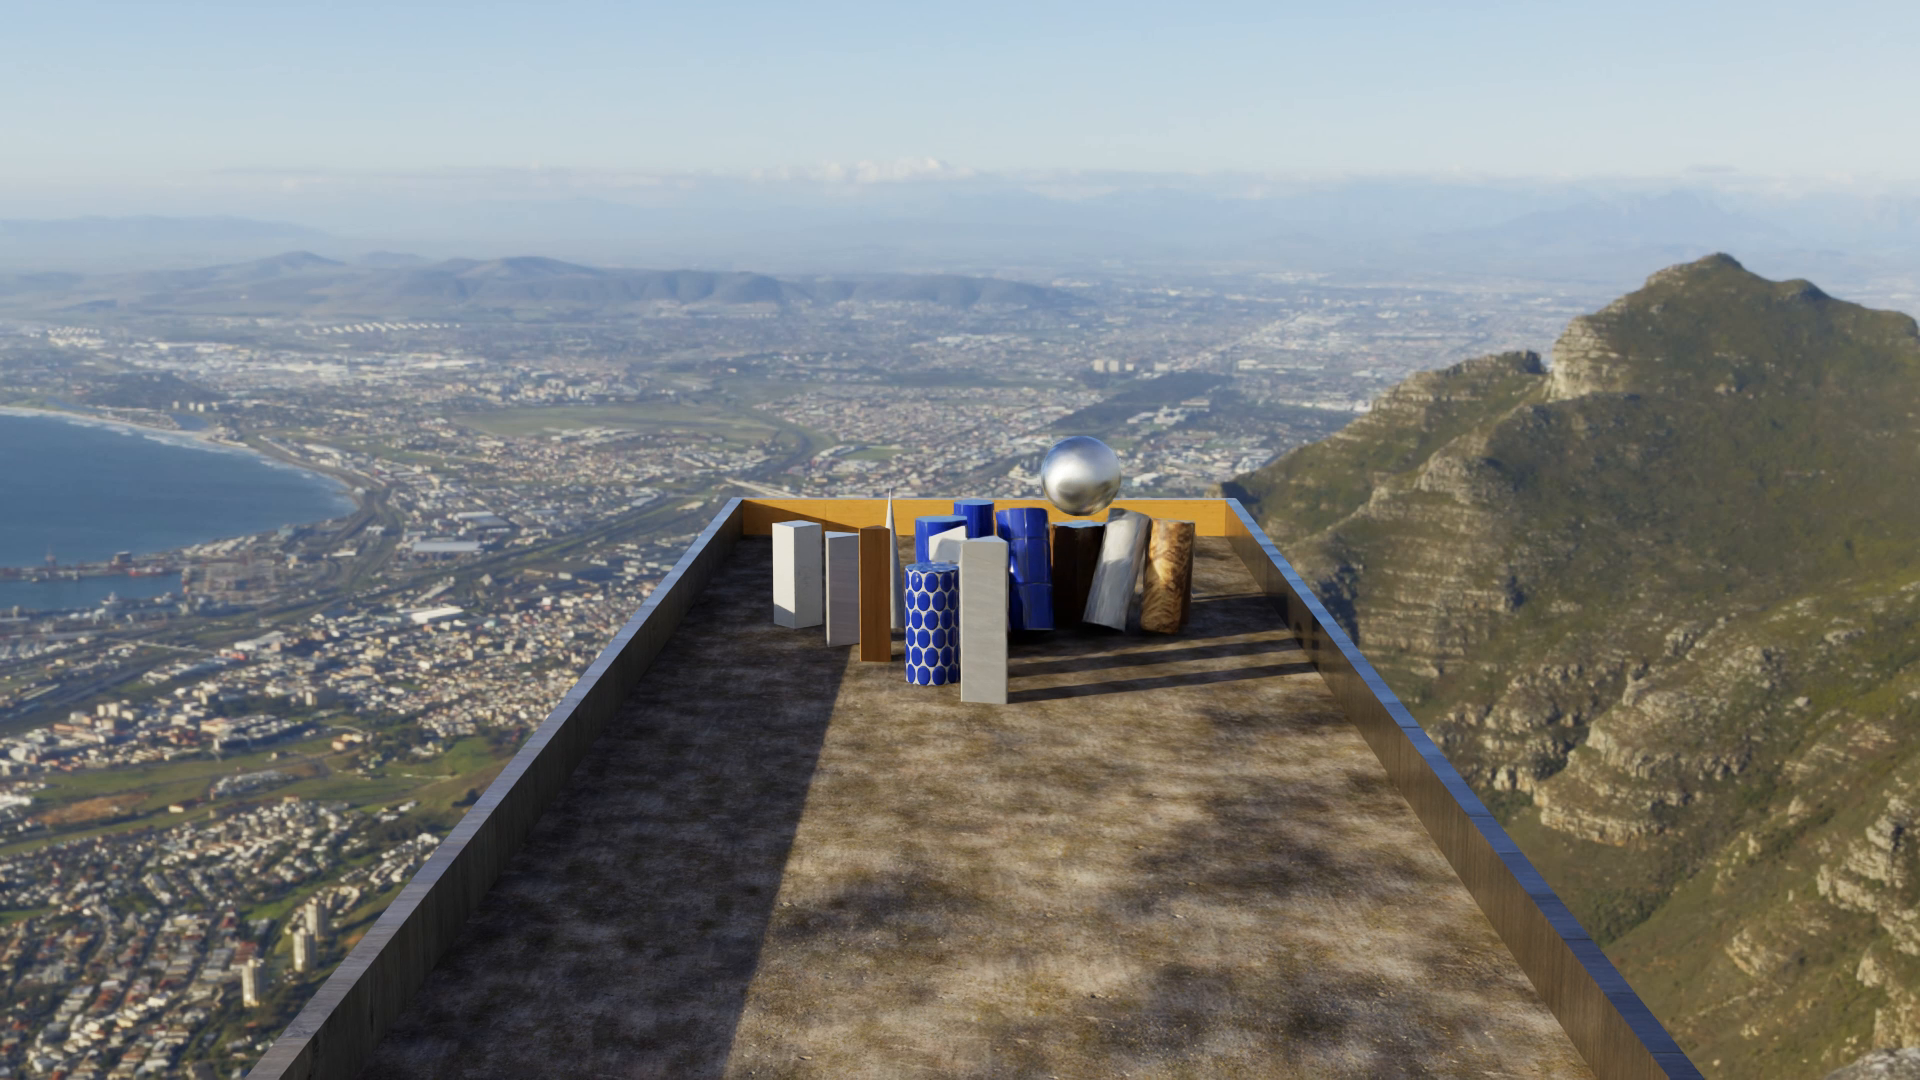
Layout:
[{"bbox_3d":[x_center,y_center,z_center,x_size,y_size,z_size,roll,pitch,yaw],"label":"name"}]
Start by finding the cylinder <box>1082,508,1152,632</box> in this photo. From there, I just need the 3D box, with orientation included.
[{"bbox_3d":[0.507,0.097,7.103,0.140,0.380,0.140,14,-7,2],"label":"cylinder"}]

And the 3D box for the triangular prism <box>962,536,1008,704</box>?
[{"bbox_3d":[0.082,0.221,6.162,0.132,0.455,0.114,2,9,15],"label":"triangular prism"}]

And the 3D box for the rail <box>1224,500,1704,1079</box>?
[{"bbox_3d":[1.046,0.843,3.208,0.050,0.150,12.000,0,9,1],"label":"rail"}]

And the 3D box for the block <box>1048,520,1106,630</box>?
[{"bbox_3d":[0.397,0.112,7.220,0.162,0.331,0.162,-5,8,-34],"label":"block"}]

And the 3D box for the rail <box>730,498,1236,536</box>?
[{"bbox_3d":[0.099,-0.098,9.147,2.100,0.150,0.050,0,9,1],"label":"rail"}]

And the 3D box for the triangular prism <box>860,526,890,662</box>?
[{"bbox_3d":[-0.253,0.162,6.688,0.093,0.407,0.080,1,9,6],"label":"triangular prism"}]

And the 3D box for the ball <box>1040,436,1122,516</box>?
[{"bbox_3d":[0.387,-0.204,7.044,0.259,0.259,0.259,0,9,0],"label":"ball"}]

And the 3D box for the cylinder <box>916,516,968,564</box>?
[{"bbox_3d":[-0.055,0.126,6.956,0.167,0.390,0.167,-1,8,0],"label":"cylinder"}]

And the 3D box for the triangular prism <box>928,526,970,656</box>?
[{"bbox_3d":[0.009,0.166,6.761,0.144,0.381,0.125,-18,-27,30],"label":"triangular prism"}]

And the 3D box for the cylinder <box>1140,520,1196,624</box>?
[{"bbox_3d":[0.682,0.104,7.223,0.158,0.335,0.158,4,2,0],"label":"cylinder"}]

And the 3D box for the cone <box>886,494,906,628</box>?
[{"bbox_3d":[-0.228,0.055,7.209,0.109,0.456,0.109,0,9,0],"label":"cone"}]

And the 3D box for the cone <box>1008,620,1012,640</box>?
[{"bbox_3d":[0.088,0.143,6.926,0.169,0.330,0.169,3,-23,1],"label":"cone"}]

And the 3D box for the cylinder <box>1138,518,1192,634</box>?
[{"bbox_3d":[0.662,0.116,7.081,0.128,0.357,0.128,7,2,0],"label":"cylinder"}]

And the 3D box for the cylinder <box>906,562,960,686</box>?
[{"bbox_3d":[-0.080,0.243,6.412,0.160,0.333,0.160,0,9,0],"label":"cylinder"}]

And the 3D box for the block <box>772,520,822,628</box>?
[{"bbox_3d":[-0.534,0.112,7.232,0.114,0.335,0.114,-8,12,-40],"label":"block"}]

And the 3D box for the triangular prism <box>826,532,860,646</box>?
[{"bbox_3d":[-0.391,0.151,6.951,0.136,0.346,0.118,-6,11,-34],"label":"triangular prism"}]

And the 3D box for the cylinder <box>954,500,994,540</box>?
[{"bbox_3d":[0.046,0.079,7.205,0.133,0.409,0.133,0,9,0],"label":"cylinder"}]

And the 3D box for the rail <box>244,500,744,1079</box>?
[{"bbox_3d":[-1.004,0.839,3.234,0.050,0.150,12.000,0,9,1],"label":"rail"}]

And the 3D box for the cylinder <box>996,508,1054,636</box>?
[{"bbox_3d":[0.208,0.102,7.021,0.168,0.388,0.168,-3,-8,0],"label":"cylinder"}]
